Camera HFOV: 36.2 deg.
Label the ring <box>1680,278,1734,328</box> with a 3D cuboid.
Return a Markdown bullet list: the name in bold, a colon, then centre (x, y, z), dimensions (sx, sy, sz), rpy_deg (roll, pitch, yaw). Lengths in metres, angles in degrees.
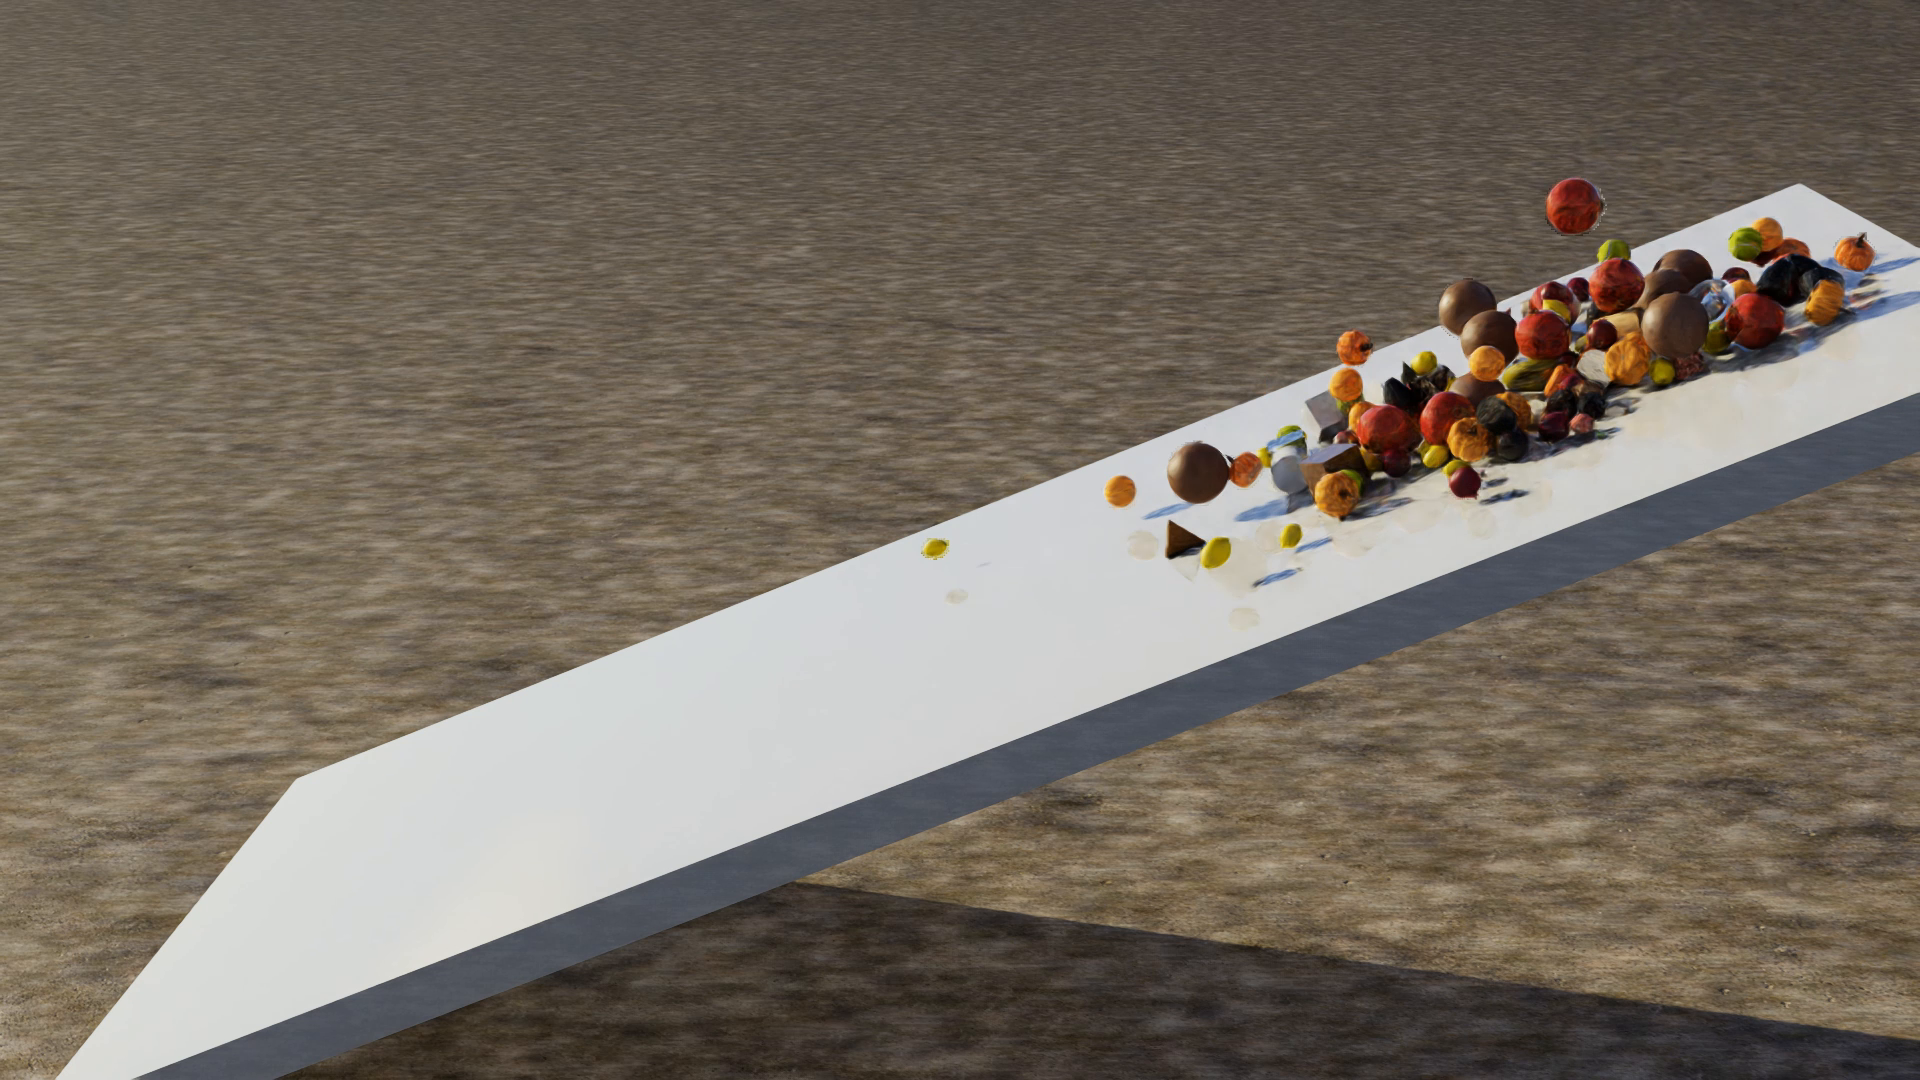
- **ring**: centre (1.505, -0.476, 5.920), dimensions (0.040, 0.119, 0.119), rpy_deg (42, -7, -29)

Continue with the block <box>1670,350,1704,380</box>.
- **block**: centre (1.432, -0.344, 5.795), dimensions (0.050, 0.050, 0.050), rpy_deg (-8, 3, 0)

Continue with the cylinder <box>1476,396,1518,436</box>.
- **cylinder**: centre (1.044, -0.241, 5.724), dimensions (0.060, 0.060, 0.060), rpy_deg (12, -14, 39)

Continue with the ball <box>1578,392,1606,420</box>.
- **ball**: centre (1.234, -0.261, 5.746), dimensions (0.055, 0.055, 0.055), rpy_deg (0, 14, 0)

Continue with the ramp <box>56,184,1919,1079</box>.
- **ramp**: centre (0.127, 0.172, 6.288), dimensions (4.000, 0.100, 2.000), rpy_deg (-22, 12, 8)

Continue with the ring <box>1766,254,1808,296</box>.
- **ring**: centre (1.693, -0.544, 6.027), dimensions (0.093, 0.093, 0.031), rpy_deg (-5, 33, -18)

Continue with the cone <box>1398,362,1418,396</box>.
- **cone**: centre (0.963, -0.352, 6.320), dimensions (0.065, 0.065, 0.065), rpy_deg (-17, 7, 2)

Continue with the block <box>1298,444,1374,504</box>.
- **block**: centre (0.764, -0.135, 5.978), dimensions (0.091, 0.091, 0.091), rpy_deg (-28, 13, -21)

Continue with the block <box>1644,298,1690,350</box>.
- **block**: centre (1.443, -0.440, 5.998), dimensions (0.065, 0.065, 0.065), rpy_deg (-40, -15, 4)

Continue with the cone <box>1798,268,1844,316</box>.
- **cone**: centre (1.707, -0.476, 5.829), dimensions (0.090, 0.090, 0.090), rpy_deg (3, 49, 13)

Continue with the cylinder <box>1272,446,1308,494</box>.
- **cylinder**: centre (0.696, -0.148, 6.171), dimensions (0.083, 0.083, 0.083), rpy_deg (1, 15, 4)

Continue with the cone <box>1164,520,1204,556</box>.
- **cone**: centre (0.468, 0.000, 6.075), dimensions (0.080, 0.080, 0.080), rpy_deg (6, 14, -1)

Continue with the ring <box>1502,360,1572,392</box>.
- **ring**: centre (1.189, -0.338, 6.060), dimensions (0.140, 0.047, 0.140), rpy_deg (-4, -10, -1)

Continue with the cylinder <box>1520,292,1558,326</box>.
- **cylinder**: centre (1.319, -0.526, 6.699), dimensions (0.060, 0.060, 0.060), rpy_deg (-31, -1, 27)

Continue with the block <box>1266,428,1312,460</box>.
- **block**: centre (0.708, -0.177, 6.284), dimensions (0.082, 0.082, 0.082), rpy_deg (-21, 12, 9)

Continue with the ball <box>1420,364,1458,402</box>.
- **ball**: centre (1.034, -0.339, 6.370), dimensions (0.084, 0.084, 0.084), rpy_deg (0, 14, 0)

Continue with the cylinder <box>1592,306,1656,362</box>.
- **cylinder**: centre (1.371, -0.422, 6.075), dimensions (0.098, 0.098, 0.098), rpy_deg (-17, 5, 28)

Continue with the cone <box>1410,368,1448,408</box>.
- **cone**: centre (0.985, -0.330, 6.066), dimensions (0.084, 0.084, 0.084), rpy_deg (15, 55, 46)

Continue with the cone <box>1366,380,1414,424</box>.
- **cone**: centre (0.953, -0.302, 6.459), dimensions (0.094, 0.094, 0.094), rpy_deg (1, 13, -17)

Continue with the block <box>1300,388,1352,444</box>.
- **block**: centre (0.804, -0.274, 6.463), dimensions (0.076, 0.076, 0.076), rpy_deg (-25, -20, -10)
